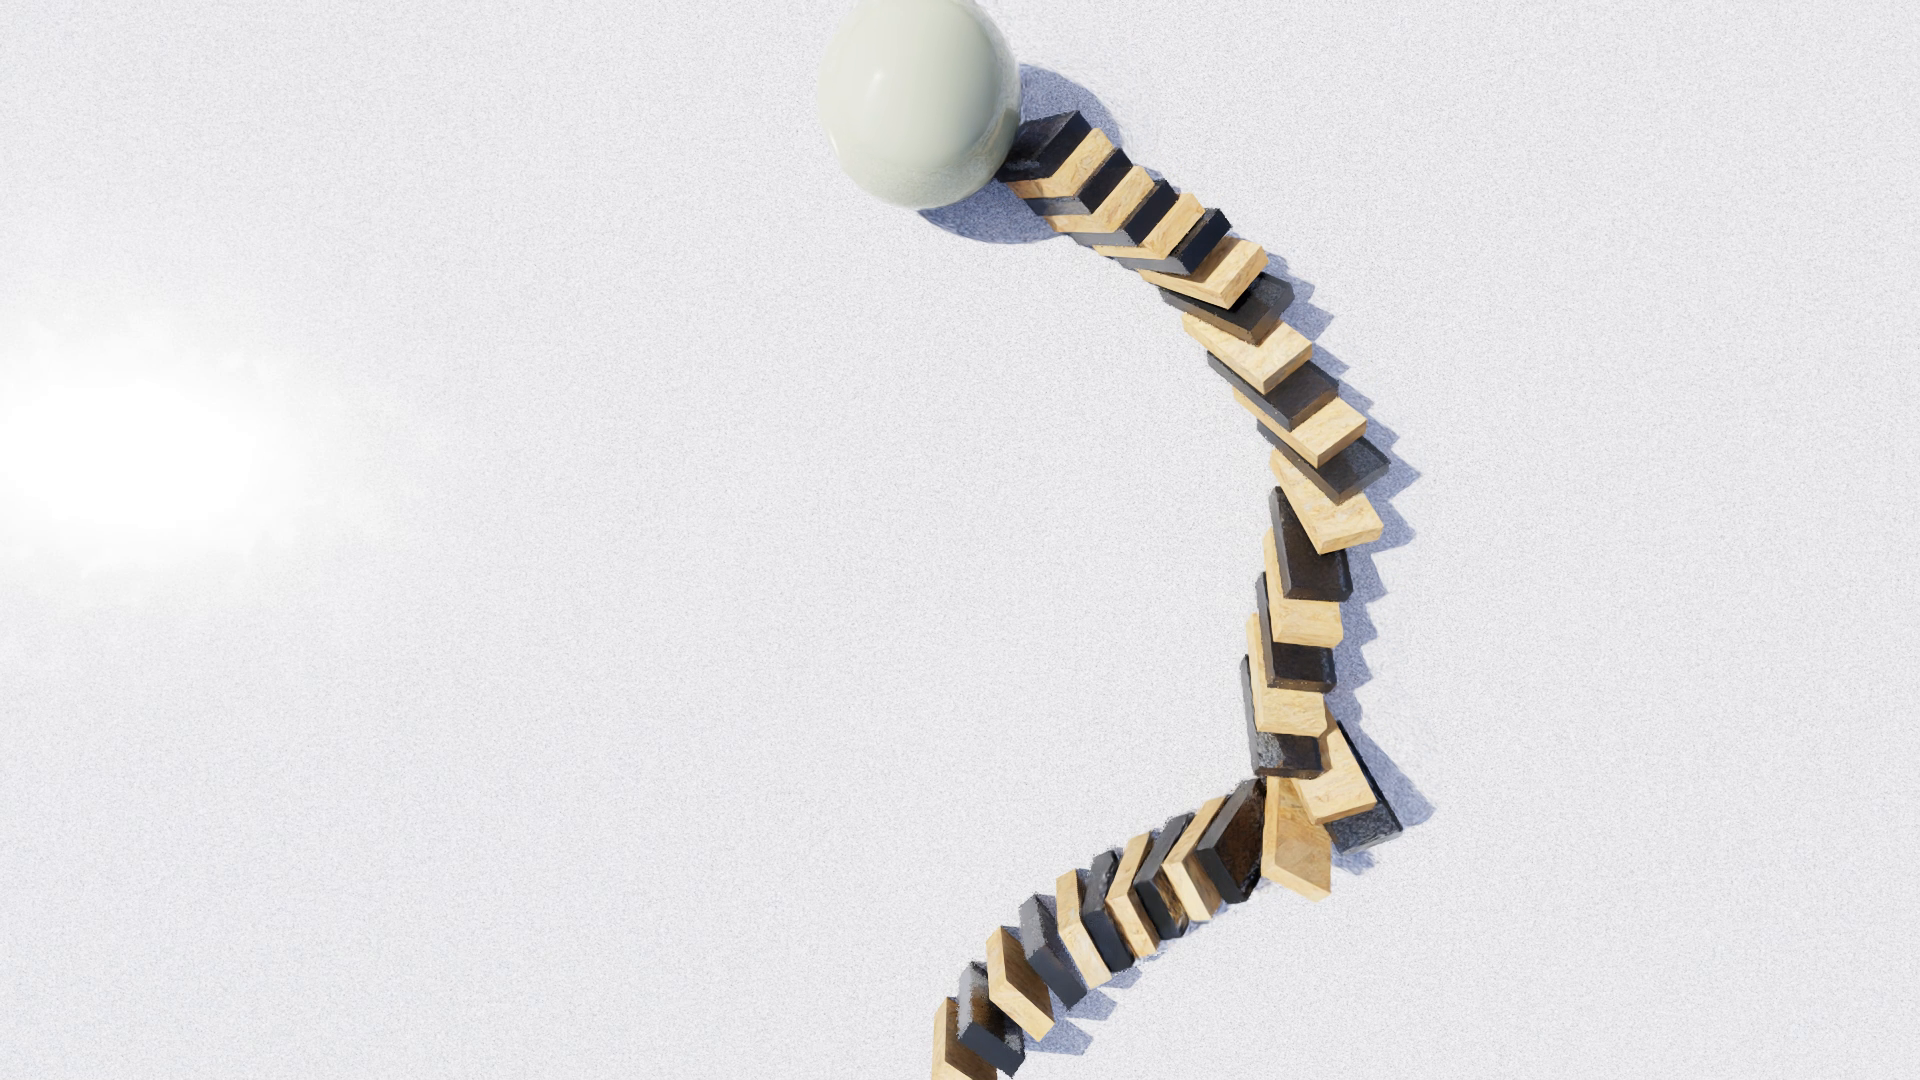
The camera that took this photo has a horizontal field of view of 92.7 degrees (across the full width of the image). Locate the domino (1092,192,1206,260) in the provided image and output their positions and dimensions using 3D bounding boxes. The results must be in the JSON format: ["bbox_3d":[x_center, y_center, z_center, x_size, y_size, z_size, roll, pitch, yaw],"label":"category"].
[{"bbox_3d":[0.075,-0.129,0.376,0.010,0.050,0.025,41,90,-28],"label":"domino"}]

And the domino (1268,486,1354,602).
[{"bbox_3d":[0.146,0.001,0.383,0.025,0.009,0.050,4,58,0],"label":"domino"}]

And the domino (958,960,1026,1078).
[{"bbox_3d":[0.012,0.195,0.375,0.025,0.050,0.010,35,90,0],"label":"domino"}]

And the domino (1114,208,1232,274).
[{"bbox_3d":[0.085,-0.123,0.376,0.010,0.050,0.025,41,90,-29],"label":"domino"}]

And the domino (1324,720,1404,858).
[{"bbox_3d":[0.158,0.103,0.381,0.025,0.010,0.050,-19,53,0],"label":"domino"}]

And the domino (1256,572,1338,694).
[{"bbox_3d":[0.139,0.038,0.382,0.025,0.010,0.050,6,56,0],"label":"domino"}]

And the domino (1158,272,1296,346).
[{"bbox_3d":[0.110,-0.103,0.381,0.025,0.009,0.050,-49,52,0],"label":"domino"}]

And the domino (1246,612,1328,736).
[{"bbox_3d":[0.135,0.055,0.382,0.025,0.009,0.050,6,55,1],"label":"domino"}]

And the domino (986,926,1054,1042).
[{"bbox_3d":[0.024,0.180,0.375,0.025,0.050,0.010,41,90,0],"label":"domino"}]

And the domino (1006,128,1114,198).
[{"bbox_3d":[0.040,-0.154,0.376,0.010,0.050,0.025,41,90,-28],"label":"domino"}]

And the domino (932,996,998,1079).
[{"bbox_3d":[0.002,0.210,0.375,0.025,0.050,0.009,34,90,0],"label":"domino"}]

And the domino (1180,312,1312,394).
[{"bbox_3d":[0.119,-0.085,0.382,0.025,0.009,0.050,-39,57,0],"label":"domino"}]

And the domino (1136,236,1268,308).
[{"bbox_3d":[0.099,-0.114,0.378,0.025,0.050,0.010,-50,133,-1],"label":"domino"}]

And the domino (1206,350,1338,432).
[{"bbox_3d":[0.129,-0.070,0.382,0.025,0.010,0.050,-37,56,-1],"label":"domino"}]

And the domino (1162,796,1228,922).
[{"bbox_3d":[0.103,0.130,0.378,0.009,0.050,0.025,-28,90,40],"label":"domino"}]

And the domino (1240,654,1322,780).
[{"bbox_3d":[0.133,0.073,0.382,0.025,0.009,0.050,4,55,1],"label":"domino"}]

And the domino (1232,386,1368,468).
[{"bbox_3d":[0.141,-0.055,0.382,0.025,0.009,0.050,-36,56,-2],"label":"domino"}]

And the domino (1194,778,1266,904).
[{"bbox_3d":[0.117,0.123,0.379,0.010,0.050,0.025,-31,90,44],"label":"domino"}]

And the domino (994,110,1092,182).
[{"bbox_3d":[0.031,-0.160,0.376,0.010,0.050,0.025,41,90,-28],"label":"domino"}]

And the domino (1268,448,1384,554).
[{"bbox_3d":[0.151,-0.019,0.381,0.025,0.010,0.050,-14,54,-1],"label":"domino"}]

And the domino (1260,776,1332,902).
[{"bbox_3d":[0.139,0.120,0.378,0.025,0.050,0.009,27,133,-1],"label":"domino"}]

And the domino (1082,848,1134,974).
[{"bbox_3d":[0.062,0.150,0.375,0.010,0.050,0.025,-28,90,16],"label":"domino"}]

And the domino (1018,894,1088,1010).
[{"bbox_3d":[0.037,0.167,0.375,0.010,0.050,0.025,-40,90,0],"label":"domino"}]

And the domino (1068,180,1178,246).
[{"bbox_3d":[0.065,-0.134,0.376,0.010,0.050,0.025,41,90,-28],"label":"domino"}]

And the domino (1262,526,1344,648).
[{"bbox_3d":[0.143,0.019,0.383,0.025,0.009,0.050,6,58,0],"label":"domino"}]

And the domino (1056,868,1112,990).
[{"bbox_3d":[0.050,0.157,0.375,0.010,0.050,0.025,-29,90,6],"label":"domino"}]

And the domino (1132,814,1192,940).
[{"bbox_3d":[0.089,0.137,0.377,0.010,0.050,0.025,-28,90,34],"label":"domino"}]

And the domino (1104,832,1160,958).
[{"bbox_3d":[0.075,0.144,0.375,0.009,0.050,0.025,-28,90,25],"label":"domino"}]

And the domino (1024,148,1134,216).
[{"bbox_3d":[0.047,-0.146,0.376,0.009,0.050,0.025,41,90,-28],"label":"domino"}]

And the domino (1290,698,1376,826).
[{"bbox_3d":[0.148,0.090,0.381,0.025,0.010,0.050,-17,53,2],"label":"domino"}]

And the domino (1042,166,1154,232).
[{"bbox_3d":[0.056,-0.139,0.376,0.009,0.050,0.025,41,90,-28],"label":"domino"}]

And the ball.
[{"bbox_3d":[-0.016,-0.172,0.360,0.080,0.080,0.080,0,90,0],"label":"ball"}]

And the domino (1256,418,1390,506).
[{"bbox_3d":[0.150,-0.040,0.382,0.025,0.009,0.050,-33,56,-3],"label":"domino"}]
